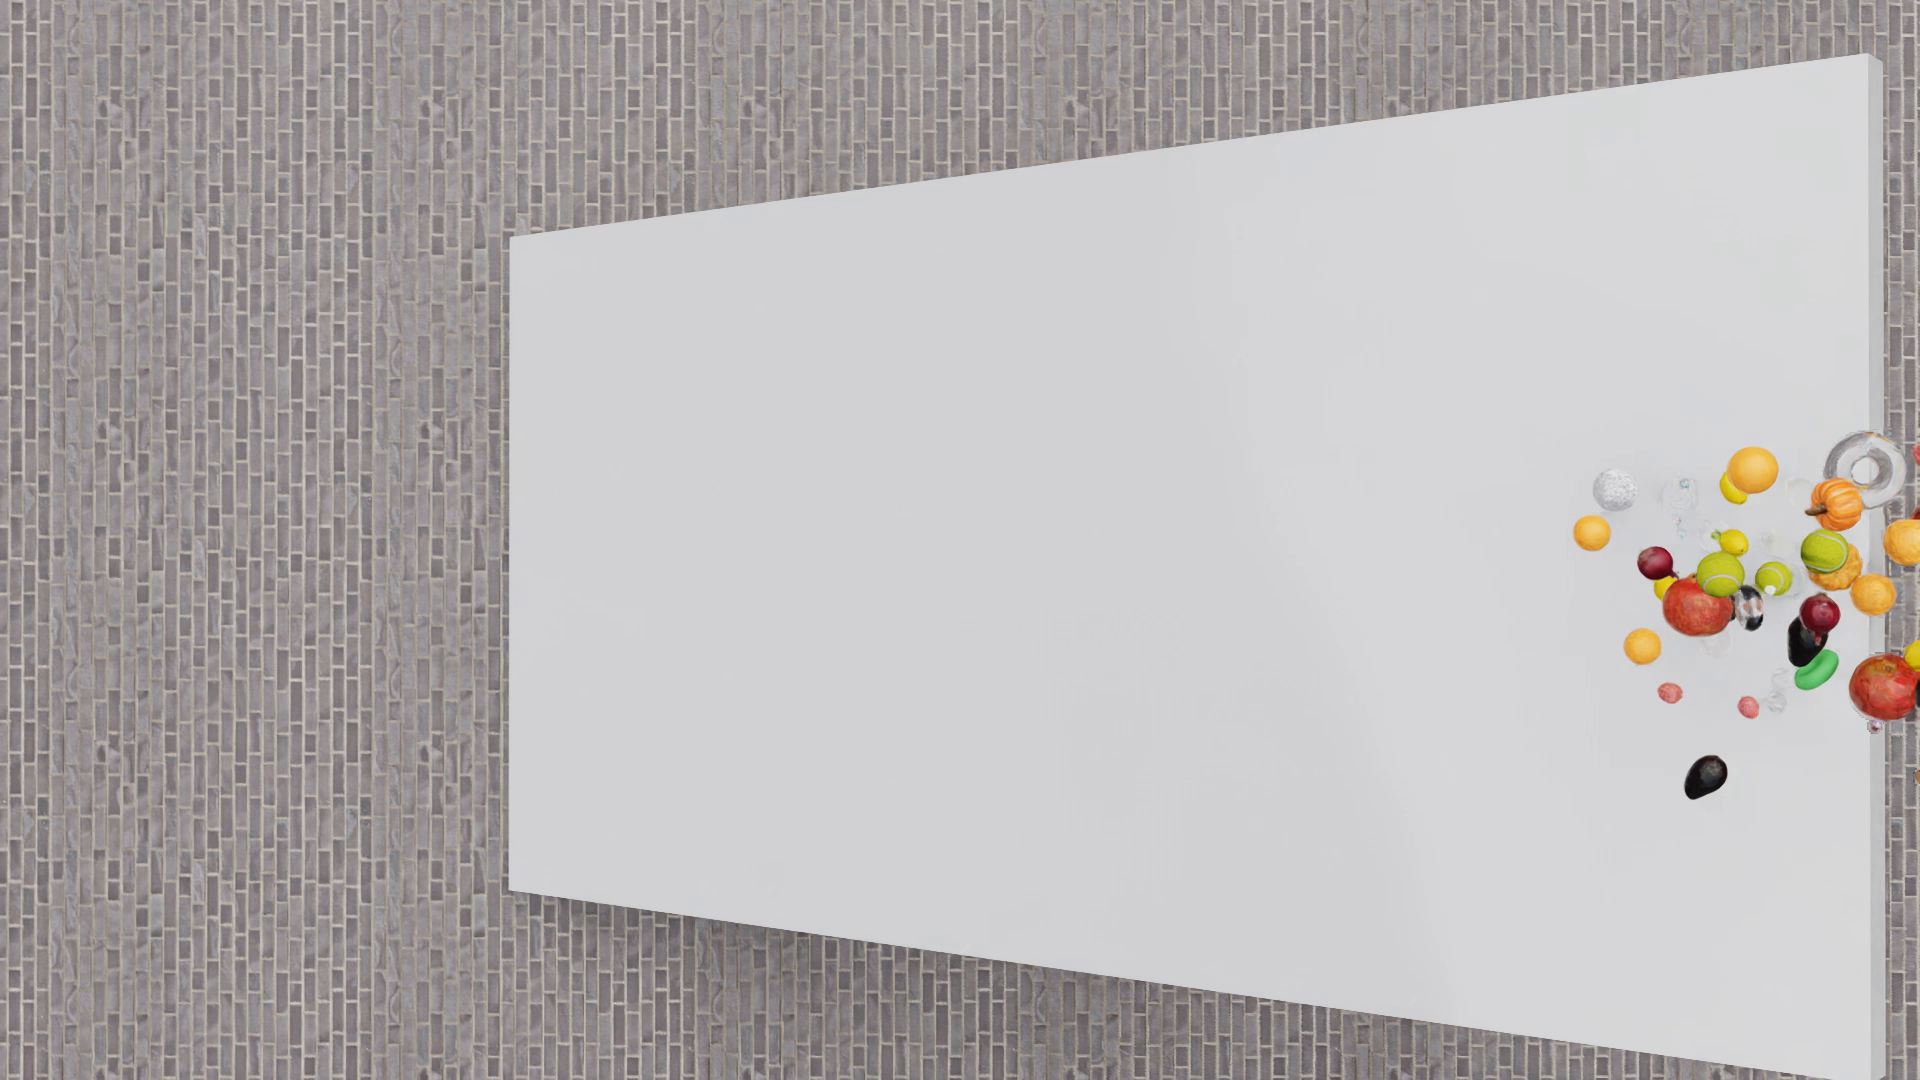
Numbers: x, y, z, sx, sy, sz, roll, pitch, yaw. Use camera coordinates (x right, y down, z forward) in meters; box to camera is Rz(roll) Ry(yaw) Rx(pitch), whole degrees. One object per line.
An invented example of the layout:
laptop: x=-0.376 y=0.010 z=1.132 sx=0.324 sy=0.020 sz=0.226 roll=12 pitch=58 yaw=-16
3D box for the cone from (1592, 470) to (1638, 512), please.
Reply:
cone: x=1.289 y=-0.088 z=4.363 sx=0.088 sy=0.088 sz=0.088 roll=8 pitch=108 yaw=27

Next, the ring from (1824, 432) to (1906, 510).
ring: x=1.414 y=-0.108 z=3.434 sx=0.123 sy=0.041 sz=0.123 roll=2 pitch=101 yaw=9

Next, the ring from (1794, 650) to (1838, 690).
ring: x=1.489 y=0.226 z=3.822 sx=0.029 sy=0.087 sz=0.087 roll=43 pitch=90 yaw=-3

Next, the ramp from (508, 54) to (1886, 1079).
ramp: x=0.222 y=0.063 z=5.538 sx=4.000 sy=0.100 sz=2.000 roll=0 pitch=90 yaw=38

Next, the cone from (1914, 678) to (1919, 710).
cone: x=1.205 y=0.190 z=2.650 sx=0.085 sy=0.085 sz=0.085 roll=-7 pitch=78 yaw=33

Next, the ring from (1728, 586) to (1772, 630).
ring: x=1.269 y=0.109 z=3.536 sx=0.025 sy=0.076 sz=0.076 roll=-25 pitch=90 yaw=-30
